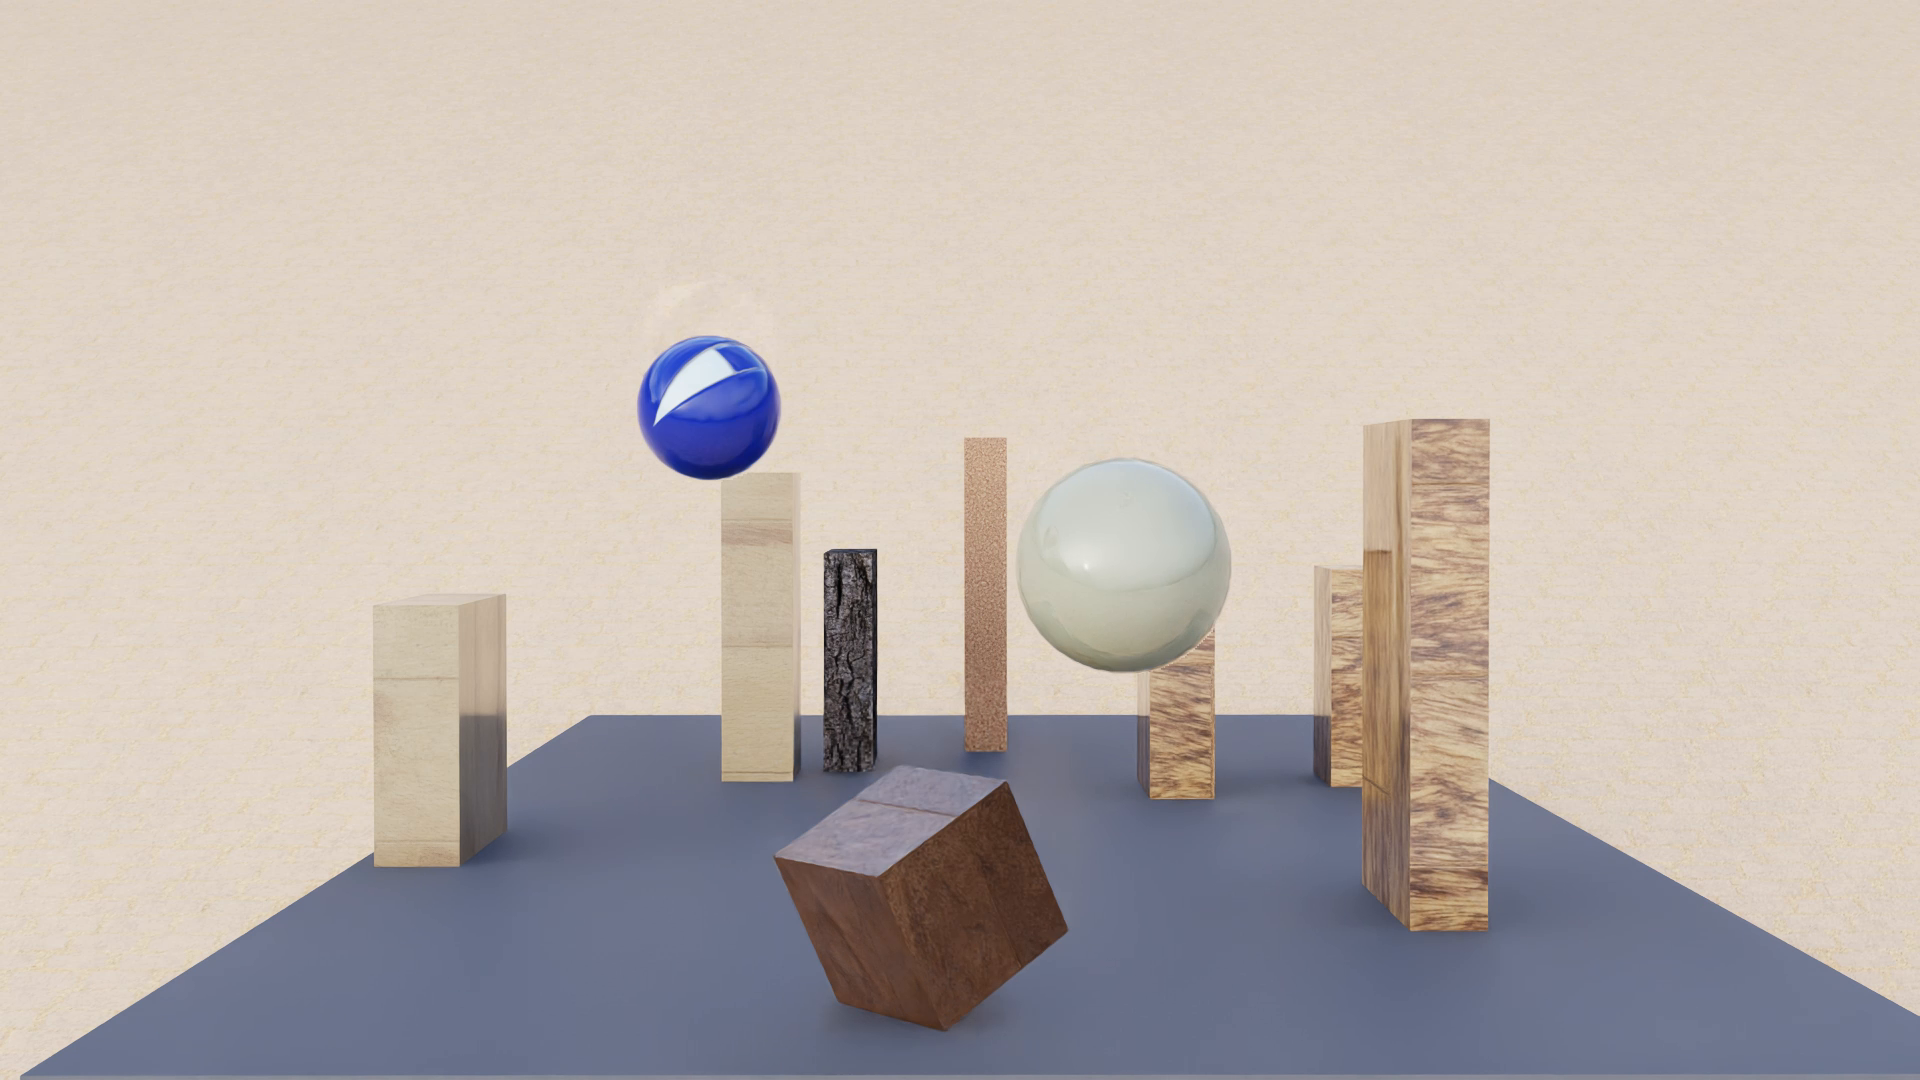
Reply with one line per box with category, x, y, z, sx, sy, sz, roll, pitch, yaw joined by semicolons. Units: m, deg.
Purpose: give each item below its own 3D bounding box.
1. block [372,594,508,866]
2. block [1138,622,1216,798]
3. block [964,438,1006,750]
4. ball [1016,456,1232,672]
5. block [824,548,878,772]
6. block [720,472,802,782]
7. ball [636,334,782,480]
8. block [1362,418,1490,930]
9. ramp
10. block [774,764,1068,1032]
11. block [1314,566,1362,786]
block;-0.837;0.297;4.183;0.132;0.403;0.423;0;1;0
block;0.415;0.250;4.986;0.121;0.459;0.339;0;1;0
block;0.057;0.117;5.811;0.093;0.690;0.263;0;1;0
ball;0.154;0.023;2.430;0.203;0.203;0.203;0;26;0
block;-0.229;0.247;5.445;0.099;0.447;0.355;0;1;0
block;-0.401;0.170;5.225;0.142;0.611;0.250;0;1;0
ball;-0.232;-0.123;2.391;0.134;0.134;0.134;0;26;0
block;0.644;0.174;3.594;0.103;0.674;0.403;0;1;0
ramp;0.060;0.540;4.576;2.000;0.100;4.000;0;1;0
block;-0.043;0.394;2.877;0.197;0.197;0.197;-34;21;-33
block;0.788;0.265;5.132;0.135;0.422;0.249;0;1;0
